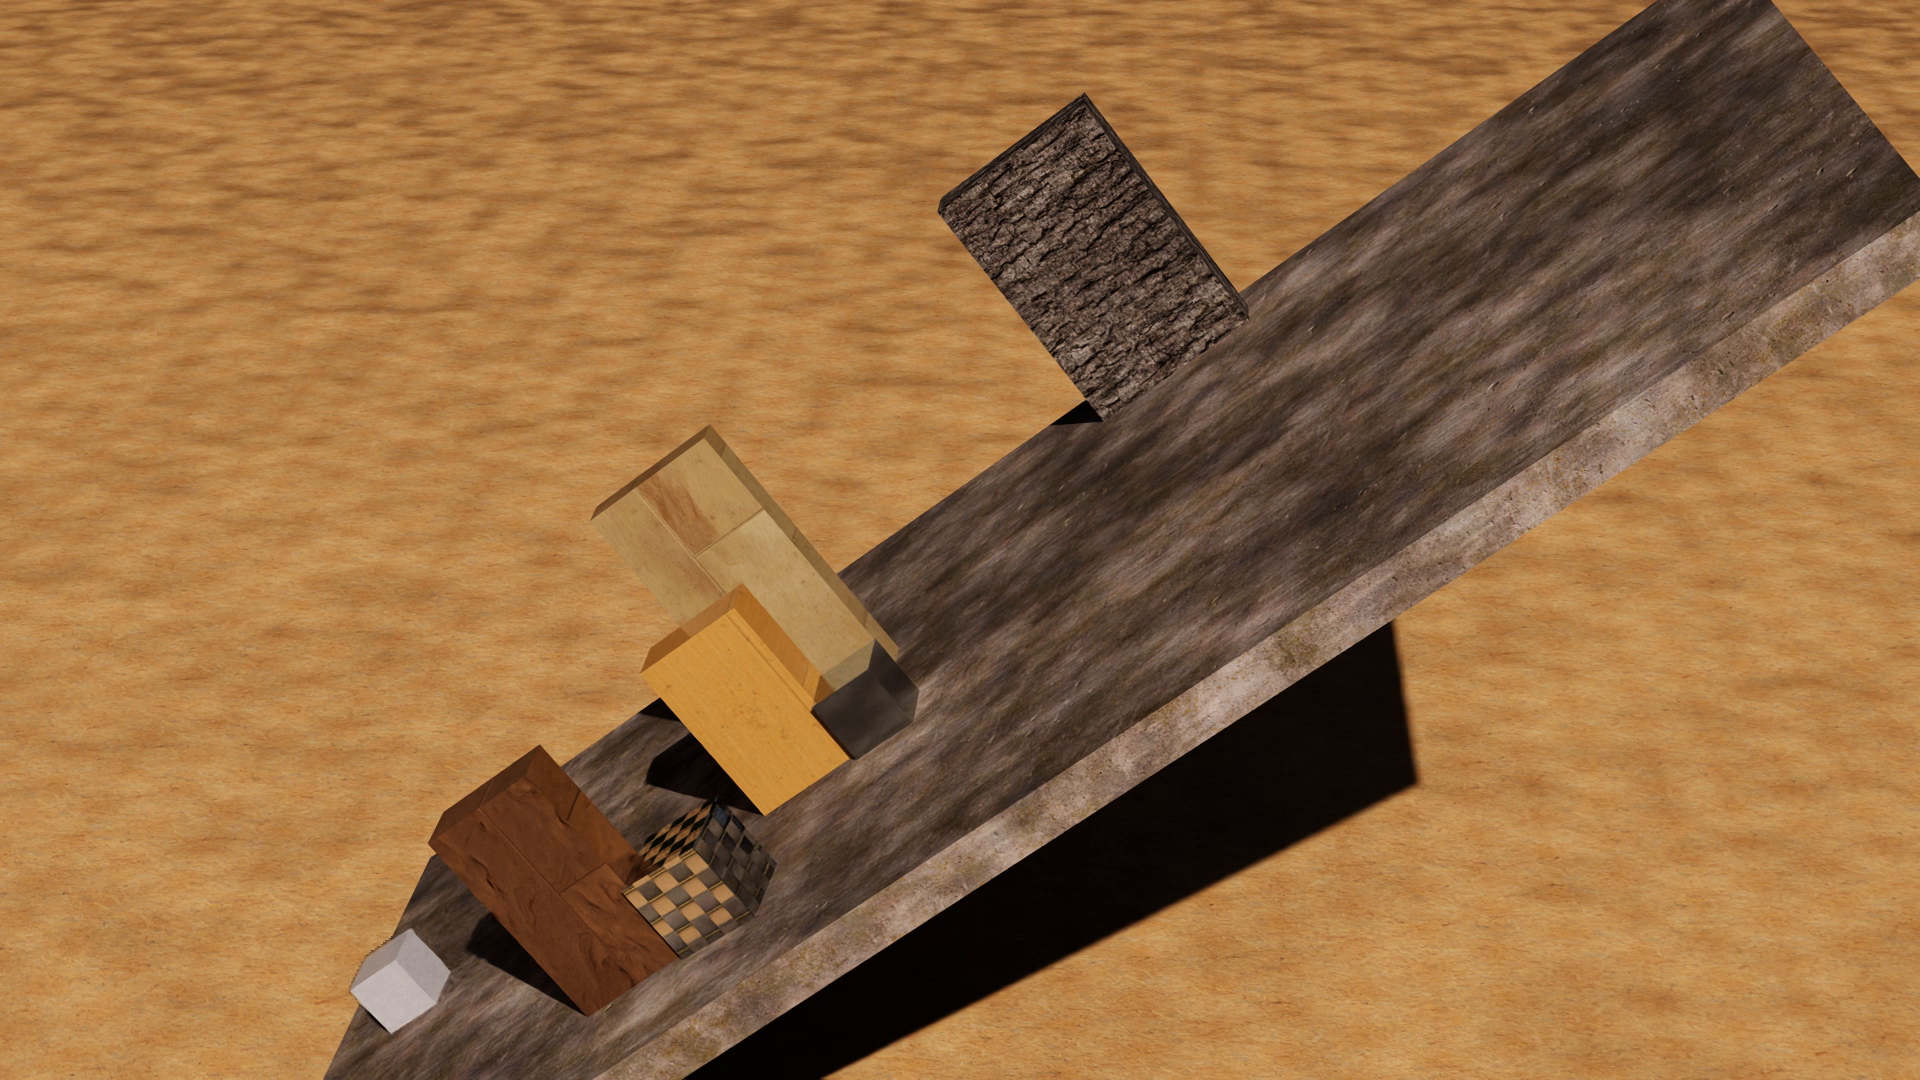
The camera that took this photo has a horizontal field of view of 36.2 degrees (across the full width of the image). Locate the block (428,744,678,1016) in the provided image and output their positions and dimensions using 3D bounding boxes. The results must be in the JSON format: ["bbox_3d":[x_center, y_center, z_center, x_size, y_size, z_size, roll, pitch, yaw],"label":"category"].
[{"bbox_3d":[-0.798,0.689,5.928,0.263,0.492,0.133,-35,16,17],"label":"block"}]

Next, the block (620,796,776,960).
[{"bbox_3d":[-0.521,0.675,5.889,0.193,0.193,0.193,-32,17,24],"label":"block"}]

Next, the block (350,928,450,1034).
[{"bbox_3d":[-1.293,1.019,6.798,0.142,0.142,0.142,-35,16,17],"label":"block"}]

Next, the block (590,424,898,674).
[{"bbox_3d":[-0.472,0.100,6.494,0.327,0.664,0.086,-35,16,17],"label":"block"}]

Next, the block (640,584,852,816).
[{"bbox_3d":[-0.436,0.338,6.220,0.257,0.413,0.129,-35,16,17],"label":"block"}]

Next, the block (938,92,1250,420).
[{"bbox_3d":[0.312,-0.653,6.837,0.420,0.639,0.114,-35,16,17],"label":"block"}]

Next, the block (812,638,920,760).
[{"bbox_3d":[-0.197,0.334,6.175,0.151,0.151,0.151,-35,16,17],"label":"block"}]

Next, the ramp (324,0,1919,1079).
[{"bbox_3d":[0.127,0.181,6.327,4.000,0.100,2.000,-35,16,17],"label":"ramp"}]
